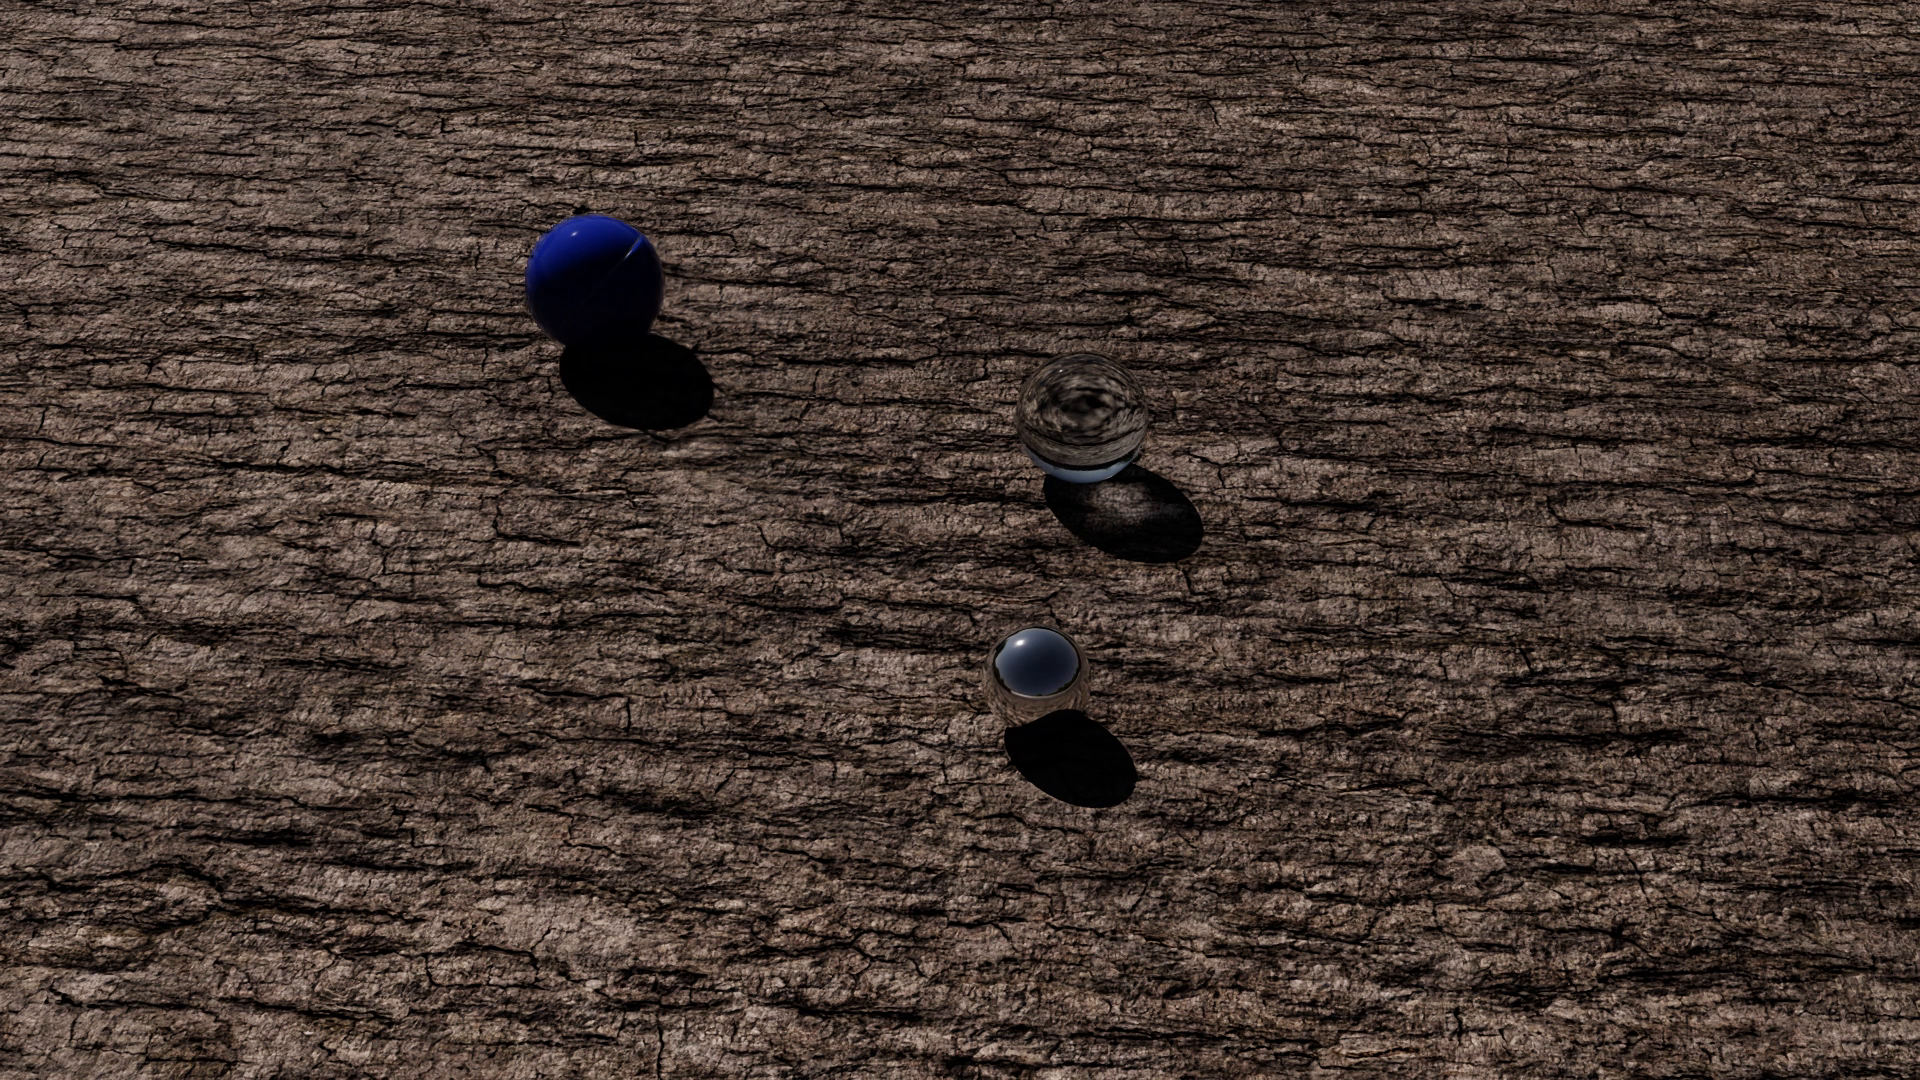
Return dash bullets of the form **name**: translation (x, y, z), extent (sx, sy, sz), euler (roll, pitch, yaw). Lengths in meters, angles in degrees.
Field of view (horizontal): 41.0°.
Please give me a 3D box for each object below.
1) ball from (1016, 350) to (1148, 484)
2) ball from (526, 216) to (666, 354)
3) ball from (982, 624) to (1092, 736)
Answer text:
- **ball**: translation (0.081, -0.081, 1.703), extent (0.088, 0.088, 0.088), euler (0, 36, 0)
- **ball**: translation (-0.260, -0.182, 1.832), extent (0.098, 0.098, 0.098), euler (0, 36, 0)
- **ball**: translation (0.045, 0.082, 1.499), extent (0.065, 0.065, 0.065), euler (0, 36, 0)
